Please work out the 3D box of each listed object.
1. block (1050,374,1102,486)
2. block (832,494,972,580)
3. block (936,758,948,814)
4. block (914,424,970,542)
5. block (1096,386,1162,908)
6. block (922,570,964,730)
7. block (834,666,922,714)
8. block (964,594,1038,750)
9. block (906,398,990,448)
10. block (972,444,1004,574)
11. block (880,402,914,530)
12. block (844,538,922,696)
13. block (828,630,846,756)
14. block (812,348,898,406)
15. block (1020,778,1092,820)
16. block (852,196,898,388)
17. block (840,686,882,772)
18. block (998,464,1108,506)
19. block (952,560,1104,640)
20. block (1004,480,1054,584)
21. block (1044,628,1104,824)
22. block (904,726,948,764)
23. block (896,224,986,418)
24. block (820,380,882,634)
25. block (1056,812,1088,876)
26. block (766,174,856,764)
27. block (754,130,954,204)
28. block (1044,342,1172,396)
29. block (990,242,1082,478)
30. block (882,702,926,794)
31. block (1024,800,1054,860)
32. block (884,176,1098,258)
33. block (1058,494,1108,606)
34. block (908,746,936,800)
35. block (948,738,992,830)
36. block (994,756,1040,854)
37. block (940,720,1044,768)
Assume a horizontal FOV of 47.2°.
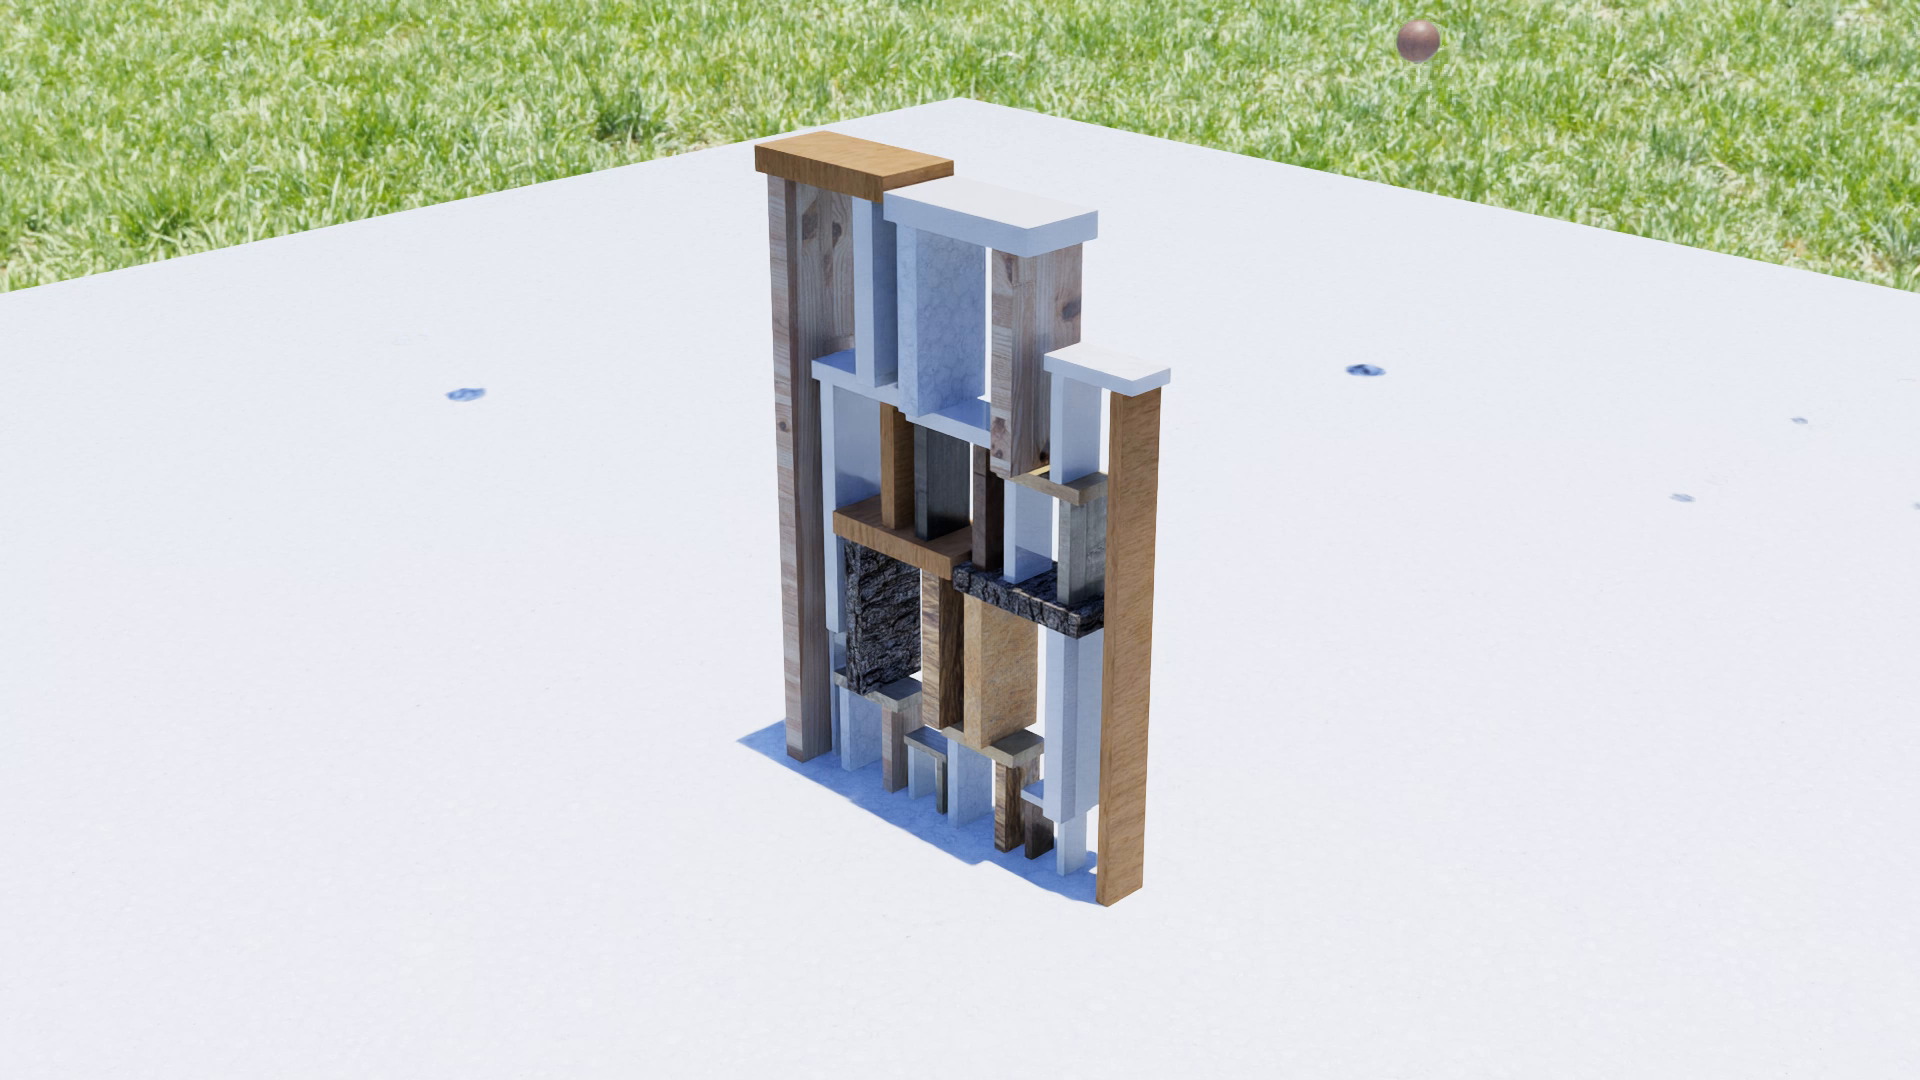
[{"bbox_3d":[0.206,-0.209,3.904,0.102,0.203,0.029,-21,31,-40],"label":"block"},{"bbox_3d":[-0.077,-0.013,4.309,0.331,0.047,0.166,21,31,41],"label":"block"},{"bbox_3d":[-0.020,0.489,4.452,0.017,0.122,0.061,21,31,41],"label":"block"},{"bbox_3d":[-0.033,-0.125,4.213,0.033,0.234,0.117,21,31,41],"label":"block"},{"bbox_3d":[0.303,0.204,3.976,0.029,1.019,0.102,21,31,41],"label":"block"},{"bbox_3d":[0.001,0.192,4.311,0.047,0.331,0.166,21,31,41],"label":"block"},{"bbox_3d":[-0.161,0.298,4.531,0.193,0.027,0.096,21,31,41],"label":"block"},{"bbox_3d":[0.080,0.230,4.240,0.158,0.317,0.045,-21,31,-41],"label":"block"},{"bbox_3d":[0.022,-0.226,4.110,0.234,0.033,0.117,21,31,40],"label":"block"},{"bbox_3d":[0.077,-0.074,4.115,0.117,0.250,0.033,-21,31,-40],"label":"block"},{"bbox_3d":[-0.094,-0.159,4.266,0.036,0.256,0.128,21,31,41],"label":"block"},{"bbox_3d":[-0.155,0.133,4.456,0.047,0.335,0.166,21,31,41],"label":"block"},{"bbox_3d":[-0.252,0.309,4.634,0.045,0.311,0.013,-21,31,-41],"label":"block"},{"bbox_3d":[-0.154,-0.318,4.265,0.256,0.036,0.128,21,31,41],"label":"block"},{"bbox_3d":[0.186,0.499,4.234,0.064,0.018,0.128,-21,31,-40],"label":"block"},{"bbox_3d":[-0.116,-0.484,4.148,0.051,0.360,0.180,21,31,40],"label":"block"},{"bbox_3d":[-0.206,0.381,4.616,0.027,0.193,0.096,21,31,41],"label":"block"},{"bbox_3d":[0.175,-0.116,3.981,0.101,0.029,0.202,-21,31,-40],"label":"block"},{"bbox_3d":[0.154,0.093,4.100,0.158,0.045,0.317,-21,31,-40],"label":"block"},{"bbox_3d":[0.127,-0.028,4.070,0.101,0.202,0.029,-21,31,-40],"label":"block"},{"bbox_3d":[0.229,0.324,4.117,0.158,0.395,0.045,-21,31,-40],"label":"block"},{"bbox_3d":[-0.049,0.413,4.452,0.122,0.017,0.061,21,31,41],"label":"block"},{"bbox_3d":[-0.033,-0.423,4.074,0.051,0.359,0.180,21,31,41],"label":"block"},{"bbox_3d":[-0.215,-0.078,4.431,0.036,0.535,0.128,21,31,41],"label":"block"},{"bbox_3d":[0.216,0.578,4.235,0.064,0.128,0.018,-21,31,-41],"label":"block"},{"bbox_3d":[-0.287,-0.138,4.479,0.051,1.255,0.180,21,31,41],"label":"block"},{"bbox_3d":[-0.202,-0.706,4.146,0.360,0.051,0.180,21,31,41],"label":"block"},{"bbox_3d":[0.254,-0.297,3.815,0.203,0.029,0.102,21,31,40],"label":"block"},{"bbox_3d":[0.136,-0.332,3.928,0.180,0.413,0.051,-21,31,-40],"label":"block"},{"bbox_3d":[-0.115,0.417,4.532,0.027,0.193,0.096,21,31,41],"label":"block"},{"bbox_3d":[0.156,0.554,4.290,0.064,0.128,0.018,-21,31,-41],"label":"block"},{"bbox_3d":[0.052,-0.579,3.915,0.180,0.051,0.359,-21,31,-40],"label":"block"},{"bbox_3d":[0.222,0.009,3.982,0.029,0.202,0.101,21,31,41],"label":"block"},{"bbox_3d":[-0.078,0.466,4.505,0.017,0.122,0.061,21,31,41],"label":"block"},{"bbox_3d":[0.020,0.471,4.399,0.098,0.196,0.028,-21,31,-41],"label":"block"},{"bbox_3d":[0.113,0.507,4.314,0.098,0.196,0.028,-21,31,-41],"label":"block"},{"bbox_3d":[0.066,0.386,4.313,0.196,0.028,0.098,21,31,41],"label":"block"}]
